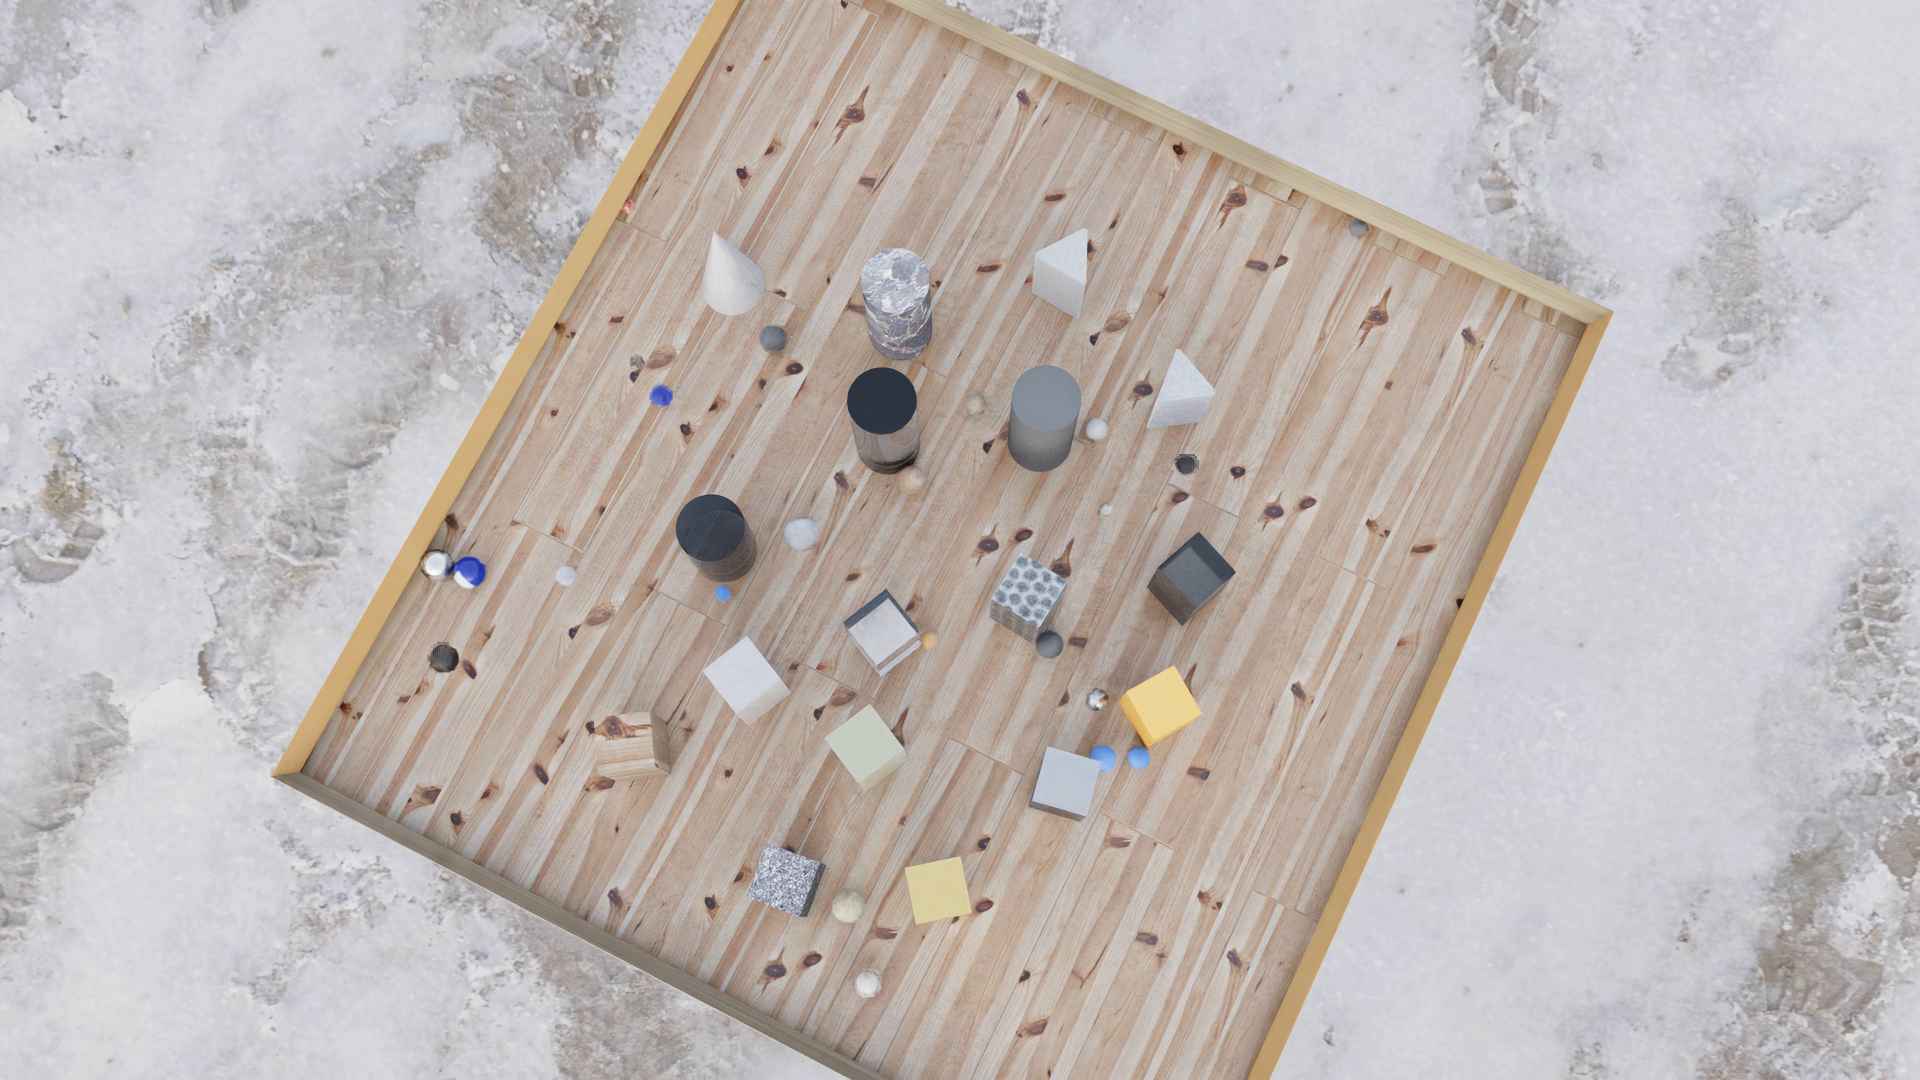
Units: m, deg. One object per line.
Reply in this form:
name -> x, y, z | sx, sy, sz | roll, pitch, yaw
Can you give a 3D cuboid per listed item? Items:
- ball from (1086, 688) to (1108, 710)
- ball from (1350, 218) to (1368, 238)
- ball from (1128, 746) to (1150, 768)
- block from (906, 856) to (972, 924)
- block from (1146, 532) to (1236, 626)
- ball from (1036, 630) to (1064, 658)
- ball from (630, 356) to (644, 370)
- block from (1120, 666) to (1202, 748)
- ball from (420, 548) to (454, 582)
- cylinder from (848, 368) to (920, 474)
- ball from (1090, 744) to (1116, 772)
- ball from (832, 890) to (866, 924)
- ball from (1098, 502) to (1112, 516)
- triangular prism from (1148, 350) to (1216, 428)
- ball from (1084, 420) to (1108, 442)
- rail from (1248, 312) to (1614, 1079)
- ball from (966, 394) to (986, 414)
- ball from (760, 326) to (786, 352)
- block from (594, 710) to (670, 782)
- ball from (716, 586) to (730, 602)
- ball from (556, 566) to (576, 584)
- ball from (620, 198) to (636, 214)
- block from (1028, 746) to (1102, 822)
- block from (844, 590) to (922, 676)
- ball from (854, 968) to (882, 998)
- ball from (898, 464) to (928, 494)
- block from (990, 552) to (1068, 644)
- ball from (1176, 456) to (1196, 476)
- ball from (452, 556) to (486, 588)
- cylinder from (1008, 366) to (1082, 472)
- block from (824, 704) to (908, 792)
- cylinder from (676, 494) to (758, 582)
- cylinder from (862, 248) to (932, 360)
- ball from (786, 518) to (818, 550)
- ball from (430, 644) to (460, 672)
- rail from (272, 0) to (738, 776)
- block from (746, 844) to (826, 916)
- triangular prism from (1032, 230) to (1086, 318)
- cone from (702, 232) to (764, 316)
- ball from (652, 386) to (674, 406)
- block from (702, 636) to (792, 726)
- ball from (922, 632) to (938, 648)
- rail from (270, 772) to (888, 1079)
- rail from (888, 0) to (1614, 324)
ball -> 0.411, 0.477, 5.484 | 0.067, 0.067, 0.067 | 0, 78, 0
ball -> 1.260, -0.985, 5.791 | 0.058, 0.058, 0.058 | 0, 78, 0
ball -> 0.531, 0.646, 5.449 | 0.066, 0.066, 0.066 | 0, 78, 0
block -> -0.061, 1.009, 5.267 | 0.160, 0.275, 0.160 | -11, 79, -2
block -> 0.682, 0.118, 5.426 | 0.160, 0.325, 0.160 | -41, 81, -8
ball -> 0.271, 0.314, 5.509 | 0.083, 0.083, 0.083 | 0, 78, 0
ball -> -1.007, -0.554, 5.709 | 0.044, 0.044, 0.044 | 0, 78, 0
block -> 0.586, 0.493, 5.386 | 0.160, 0.251, 0.160 | -28, 80, -6
ball -> -1.584, 0.076, 5.551 | 0.098, 0.098, 0.098 | 0, 78, 0
cylinder -> -0.222, -0.348, 5.445 | 0.199, 0.478, 0.199 | 0, 78, 0
ball -> 0.424, 0.648, 5.442 | 0.079, 0.079, 0.079 | 0, 78, 0
ball -> -0.324, 1.069, 5.345 | 0.098, 0.098, 0.098 | 0, 78, 0
ball -> 0.445, -0.092, 5.614 | 0.043, 0.043, 0.043 | 0, 78, 0
triangular prism -> 0.657, -0.463, 5.560 | 0.173, 0.300, 0.150 | -8, 78, -2
ball -> 0.420, -0.338, 5.652 | 0.069, 0.069, 0.069 | 0, 78, 0
rail -> 1.303, 0.645, 5.416 | 0.045, 0.130, 3.072 | 26, 80, 5
ball -> 0.050, -0.421, 5.670 | 0.067, 0.067, 0.067 | 0, 78, 0
ball -> -0.580, -0.626, 5.705 | 0.082, 0.082, 0.082 | 0, 78, 0
block -> -0.952, 0.603, 5.341 | 0.160, 0.294, 0.160 | -7, 78, -2
ball -> -0.717, 0.165, 5.560 | 0.045, 0.045, 0.045 | 0, 78, 0
ball -> -1.197, 0.106, 5.565 | 0.059, 0.059, 0.059 | 0, 78, 0
ball -> -1.054, -1.058, 5.812 | 0.047, 0.047, 0.047 | 0, 78, 0
block -> 0.302, 0.711, 5.319 | 0.160, 0.295, 0.160 | 16, 79, 3
block -> -0.227, 0.277, 5.425 | 0.160, 0.263, 0.160 | -38, 81, -7
ball -> -0.268, 1.284, 5.310 | 0.080, 0.080, 0.080 | 0, 78, 0
ball -> -0.144, -0.186, 5.610 | 0.089, 0.089, 0.089 | 0, 78, 0
block -> 0.199, 0.177, 5.411 | 0.160, 0.332, 0.160 | 31, 80, 6
ball -> 0.696, -0.230, 5.633 | 0.060, 0.060, 0.060 | 0, 78, 0
ball -> -1.485, 0.099, 5.547 | 0.097, 0.097, 0.097 | 0, 78, 0
cylinder -> 0.247, -0.355, 5.450 | 0.199, 0.469, 0.199 | 0, 78, 0
block -> -0.269, 0.606, 5.309 | 0.160, 0.357, 0.160 | -37, 81, -7
cylinder -> -0.720, -0.001, 5.448 | 0.199, 0.331, 0.199 | 0, 78, 0
cylinder -> -0.187, -0.705, 5.529 | 0.199, 0.458, 0.199 | 0, 78, 0
ball -> -0.482, -0.020, 5.570 | 0.100, 0.100, 0.100 | 0, 78, 0
ball -> -1.547, 0.356, 5.499 | 0.086, 0.086, 0.086 | 0, 78, 0
rail -> -1.303, -0.631, 5.680 | 0.045, 0.130, 3.072 | 26, 80, 5
block -> -0.498, 0.982, 5.283 | 0.160, 0.255, 0.160 | 20, 79, 4
triangular prism -> 0.337, -0.837, 5.625 | 0.173, 0.322, 0.150 | 31, 80, 6
cone -> -0.716, -0.852, 5.556 | 0.199, 0.465, 0.199 | 0, 78, 0
ball -> -0.922, -0.446, 5.675 | 0.067, 0.067, 0.067 | 0, 78, 0
block -> -0.621, 0.416, 5.367 | 0.160, 0.319, 0.160 | -38, 81, -7
ball -> -0.091, 0.300, 5.529 | 0.051, 0.051, 0.051 | 0, 78, 0
rail -> -0.676, 1.331, 5.274 | 2.961, 0.130, 0.045 | 26, 80, 5
rail -> 0.676, -1.318, 5.822 | 2.961, 0.130, 0.045 | 26, 80, 5
